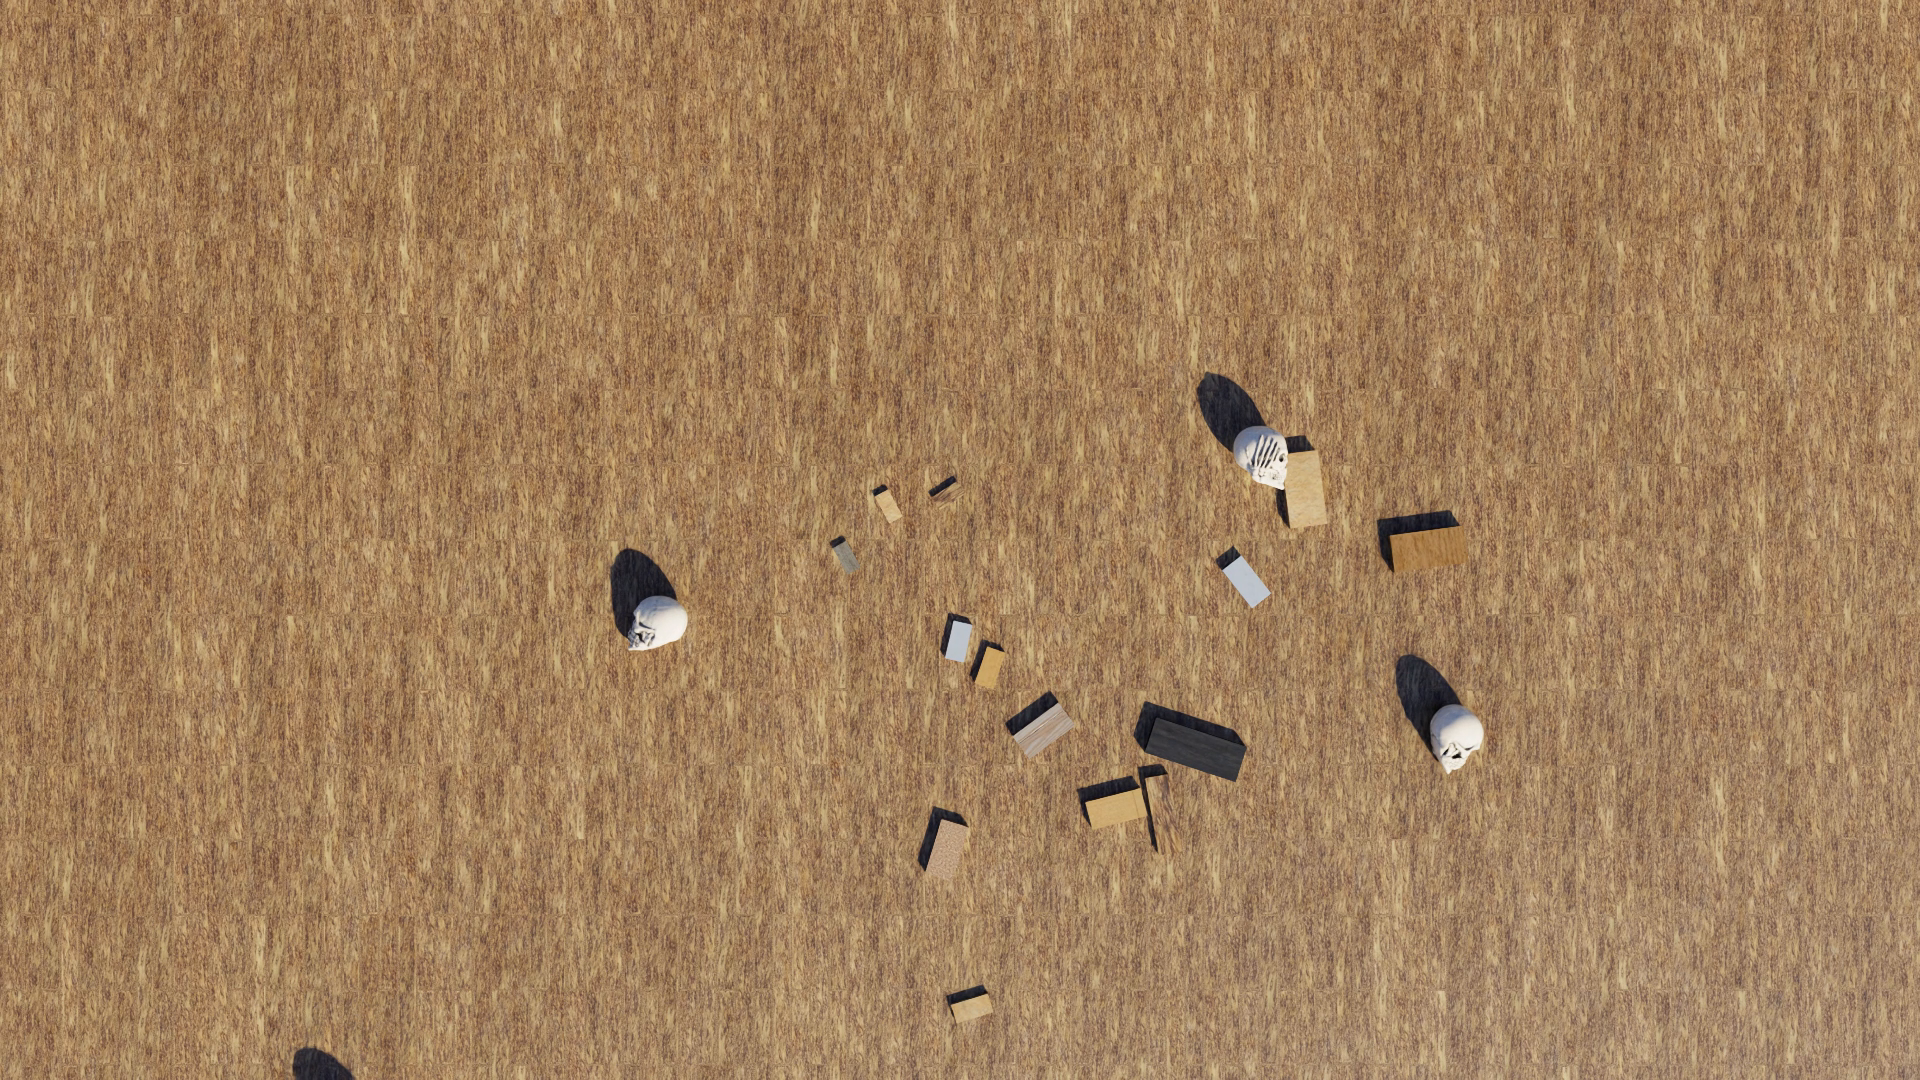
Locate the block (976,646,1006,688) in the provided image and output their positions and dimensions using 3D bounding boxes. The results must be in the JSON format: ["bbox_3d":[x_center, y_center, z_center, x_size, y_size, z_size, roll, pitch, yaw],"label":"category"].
[{"bbox_3d":[0.100,0.425,5.491,0.064,0.018,0.128,19,90,0],"label":"block"}]

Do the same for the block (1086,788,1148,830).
[{"bbox_3d":[0.519,0.893,5.487,0.189,0.027,0.095,-14,90,0],"label":"block"}]

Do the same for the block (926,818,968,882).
[{"bbox_3d":[-0.043,1.031,5.487,0.095,0.027,0.189,17,90,0],"label":"block"}]

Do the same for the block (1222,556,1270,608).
[{"bbox_3d":[0.952,0.139,5.489,0.080,0.023,0.160,-38,90,0],"label":"block"}]

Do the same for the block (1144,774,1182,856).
[{"bbox_3d":[0.677,0.912,5.489,0.080,0.023,0.261,-10,90,0],"label":"block"}]

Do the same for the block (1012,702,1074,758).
[{"bbox_3d":[0.279,0.634,5.487,0.189,0.027,0.094,-36,90,0],"label":"block"}]

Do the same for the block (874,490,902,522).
[{"bbox_3d":[-0.237,-0.112,5.493,0.050,0.014,0.101,-28,90,0],"label":"block"}]

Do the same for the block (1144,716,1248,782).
[{"bbox_3d":[0.782,0.695,5.483,0.316,0.035,0.123,18,90,0],"label":"block"}]

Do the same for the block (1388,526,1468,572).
[{"bbox_3d":[1.555,0.029,5.483,0.247,0.035,0.123,-8,90,0],"label":"block"}]

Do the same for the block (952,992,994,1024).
[{"bbox_3d":[0.041,1.557,5.491,0.128,0.018,0.064,-17,90,0],"label":"block"}]

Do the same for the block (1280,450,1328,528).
[{"bbox_3d":[1.140,-0.168,5.483,0.123,0.035,0.247,-7,90,0],"label":"block"}]

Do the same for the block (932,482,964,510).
[{"bbox_3d":[-0.038,-0.147,5.493,0.101,0.014,0.050,-33,90,0],"label":"block"}]

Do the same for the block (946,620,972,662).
[{"bbox_3d":[-0.004,0.338,5.491,0.064,0.018,0.128,13,90,0],"label":"block"}]

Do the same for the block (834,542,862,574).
[{"bbox_3d":[-0.376,0.059,5.493,0.050,0.014,0.101,-30,90,0],"label":"block"}]
